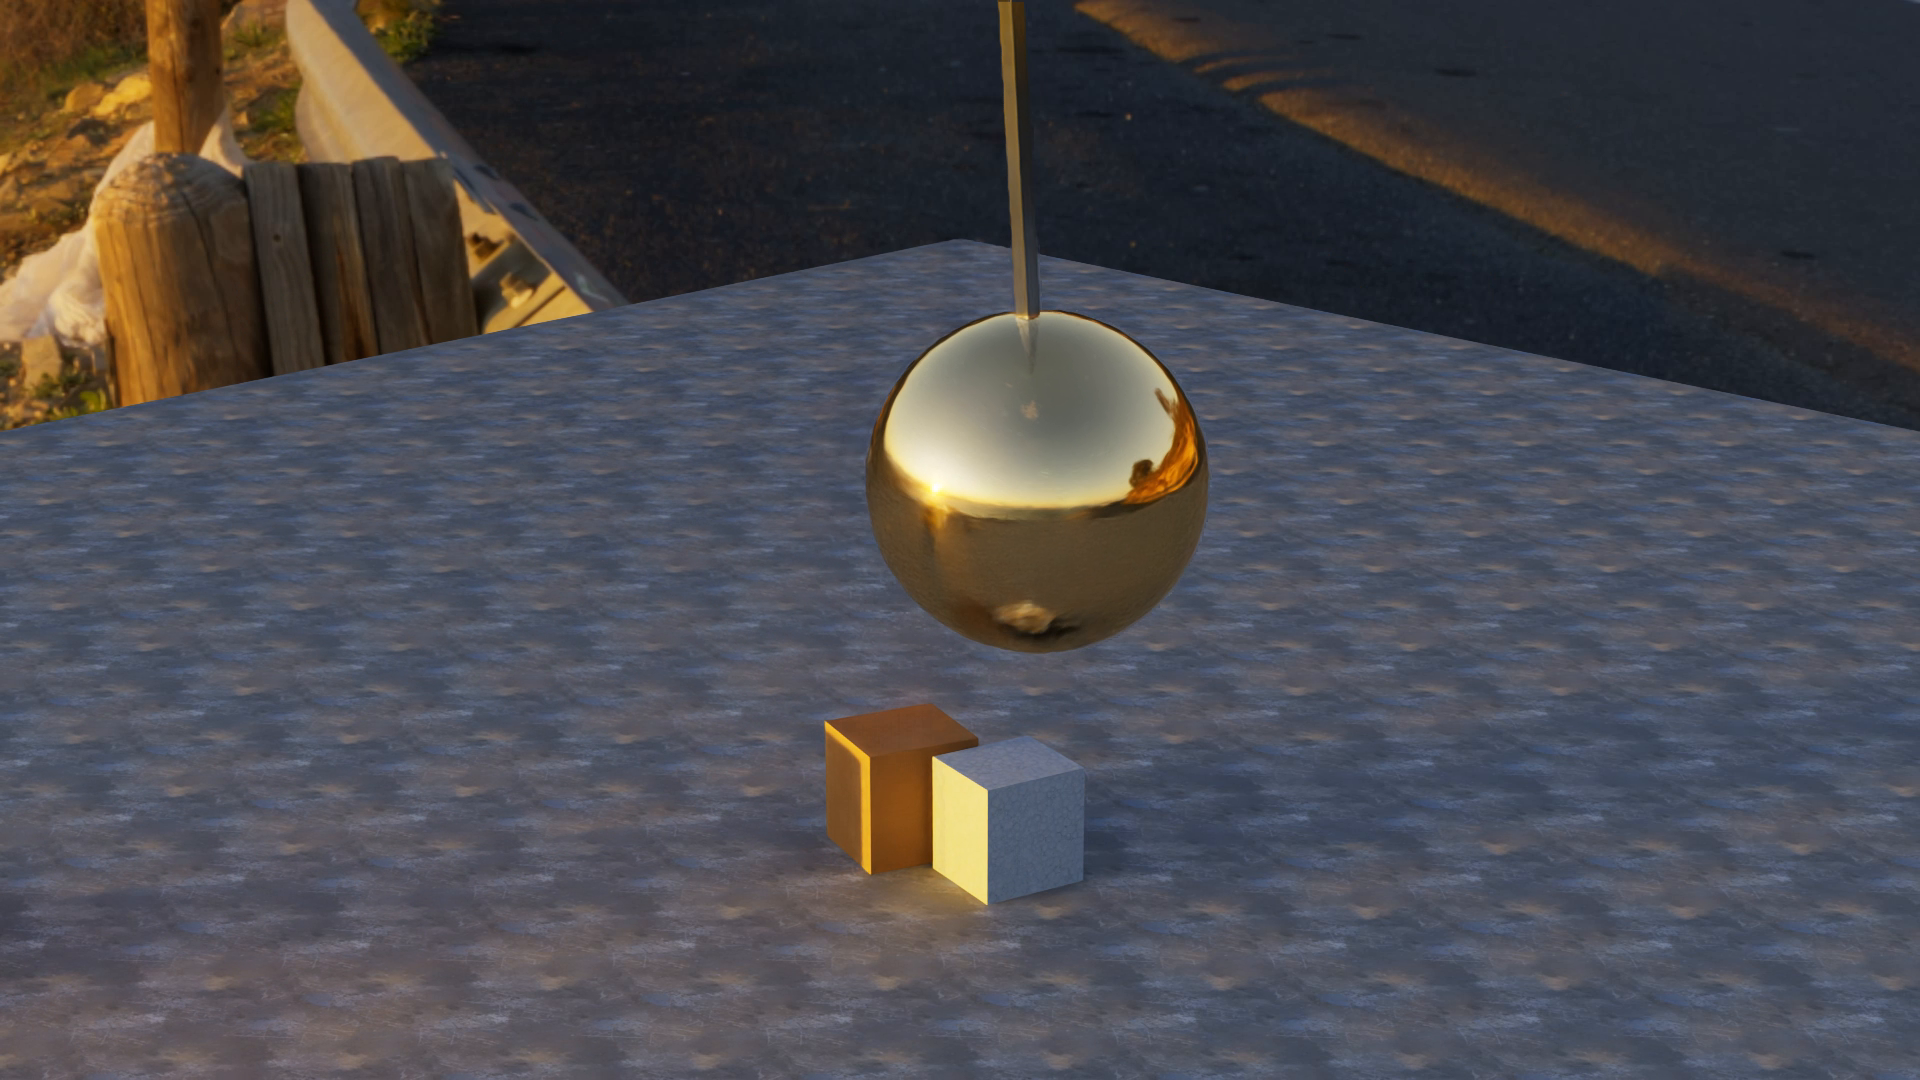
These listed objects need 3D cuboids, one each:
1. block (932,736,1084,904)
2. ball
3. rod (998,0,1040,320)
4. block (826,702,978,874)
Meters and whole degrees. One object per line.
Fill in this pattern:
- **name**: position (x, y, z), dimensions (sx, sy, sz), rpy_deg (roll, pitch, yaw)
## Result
- **block**: position (0.219, 1.271, 13.379), dimensions (0.515, 0.552, 0.476), rpy_deg (-10, 20, -30)
- **ball**: position (0.357, -0.274, 13.630), dimensions (1.600, 1.600, 1.600), rpy_deg (0, 17, 0)
- **rod**: position (0.155, -3.445, 12.421), dimensions (0.080, 5.200, 0.080), rpy_deg (17, 29, 42)
- **block**: position (-0.273, 1.156, 13.703), dimensions (0.549, 0.578, 0.510), rpy_deg (-8, 19, -25)
